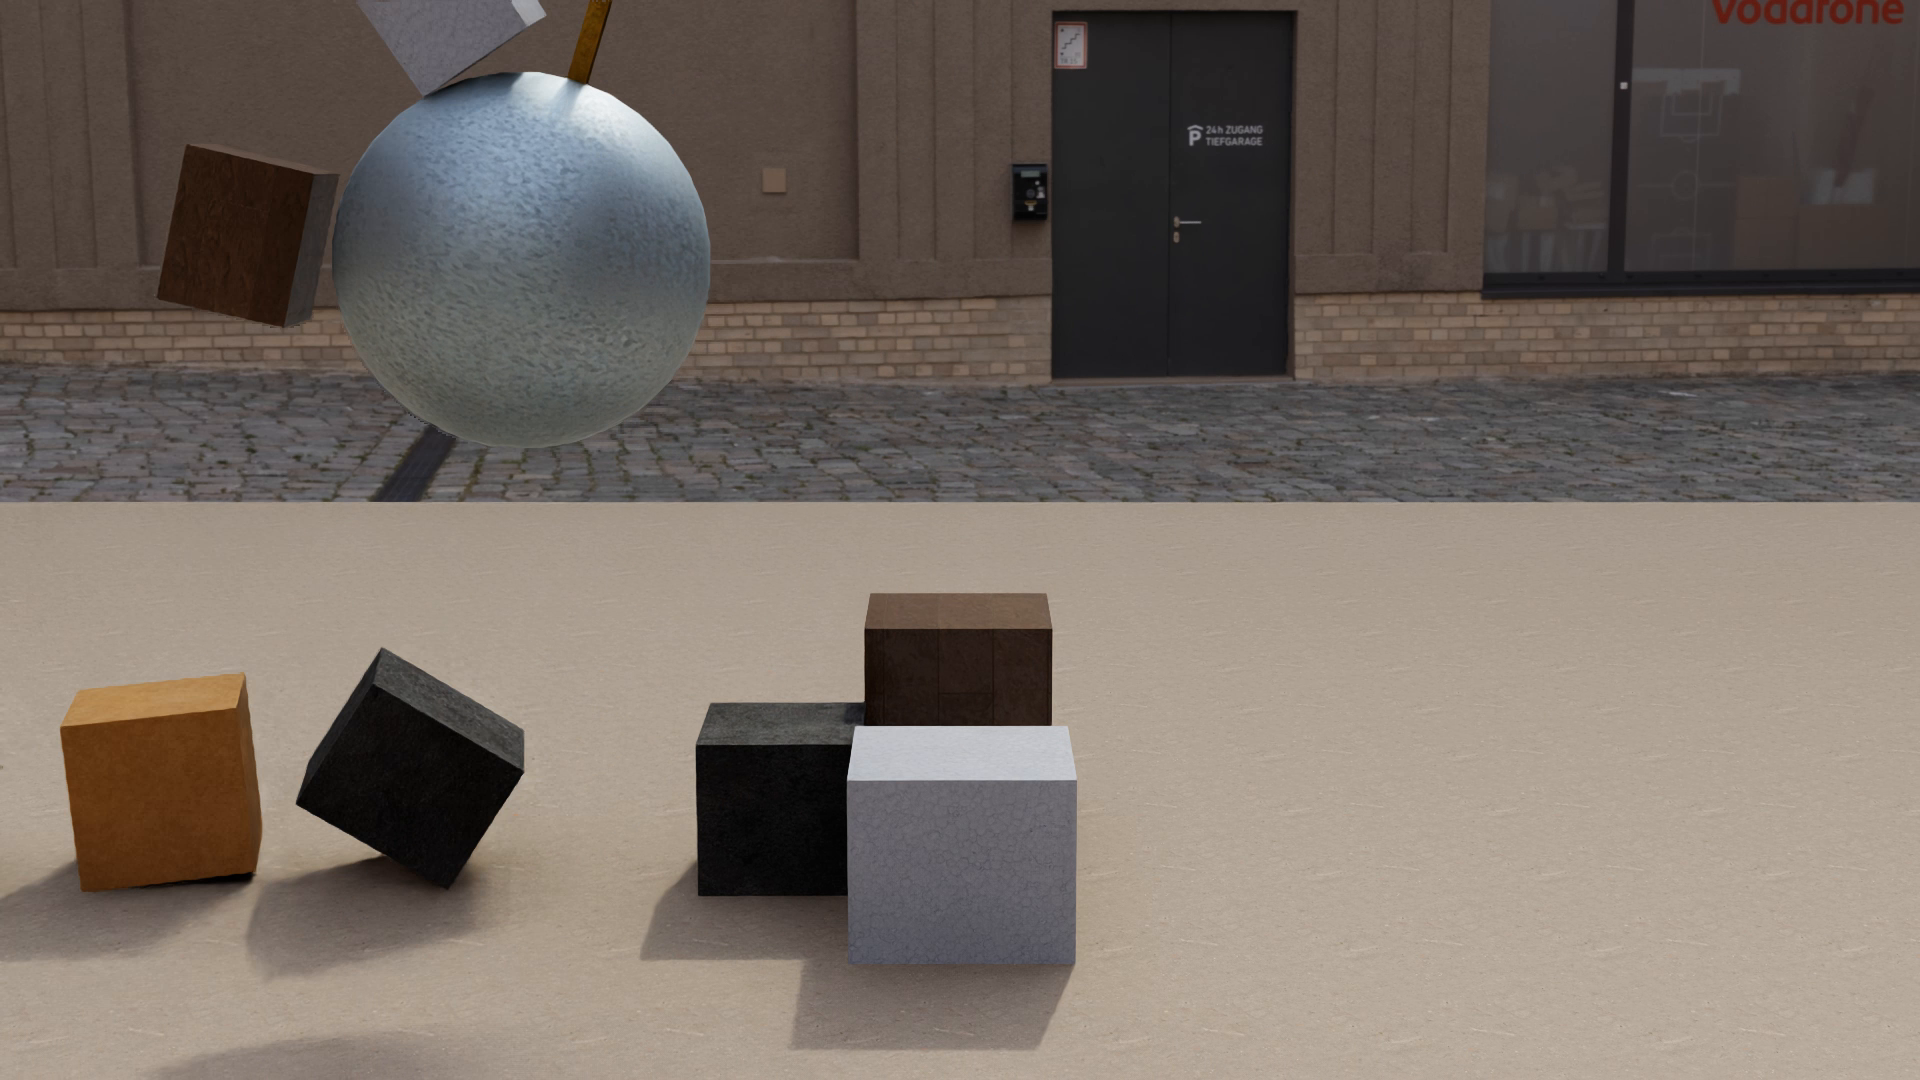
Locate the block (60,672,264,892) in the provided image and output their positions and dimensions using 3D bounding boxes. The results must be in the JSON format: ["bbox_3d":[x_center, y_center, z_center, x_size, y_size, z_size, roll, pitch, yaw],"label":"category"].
[{"bbox_3d":[-3.551,1.071,11.469,0.734,0.746,0.686,-6,11,-11],"label":"block"}]

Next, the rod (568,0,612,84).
[{"bbox_3d":[-0.807,-4.370,10.386,0.080,5.200,0.080,18,10,-3],"label":"rod"}]

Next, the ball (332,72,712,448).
[{"bbox_3d":[-1.862,-1.190,10.964,1.600,1.600,1.600,0,10,0],"label":"ball"}]

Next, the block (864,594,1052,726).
[{"bbox_3d":[-0.008,0.831,12.157,0.857,1.016,0.813,0,10,0],"label":"block"}]

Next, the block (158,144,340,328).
[{"bbox_3d":[-3.027,-1.304,10.946,0.532,0.653,0.568,13,8,-5],"label":"block"}]

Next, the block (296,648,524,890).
[{"bbox_3d":[-2.429,1.005,11.423,0.753,0.622,0.729,32,3,-14],"label":"block"}]

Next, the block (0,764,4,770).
[{"bbox_3d":[-4.854,0.956,11.335,0.685,0.750,0.763,-51,33,-16],"label":"block"}]

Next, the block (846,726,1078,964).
[{"bbox_3d":[0.007,1.244,10.601,0.908,0.759,0.853,0,10,0],"label":"block"}]

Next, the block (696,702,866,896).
[{"bbox_3d":[-0.780,1.141,11.407,0.710,0.674,0.752,0,10,-1],"label":"block"}]

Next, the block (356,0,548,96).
[{"bbox_3d":[-2.142,-2.260,10.723,0.529,0.552,0.521,-32,14,9],"label":"block"}]
